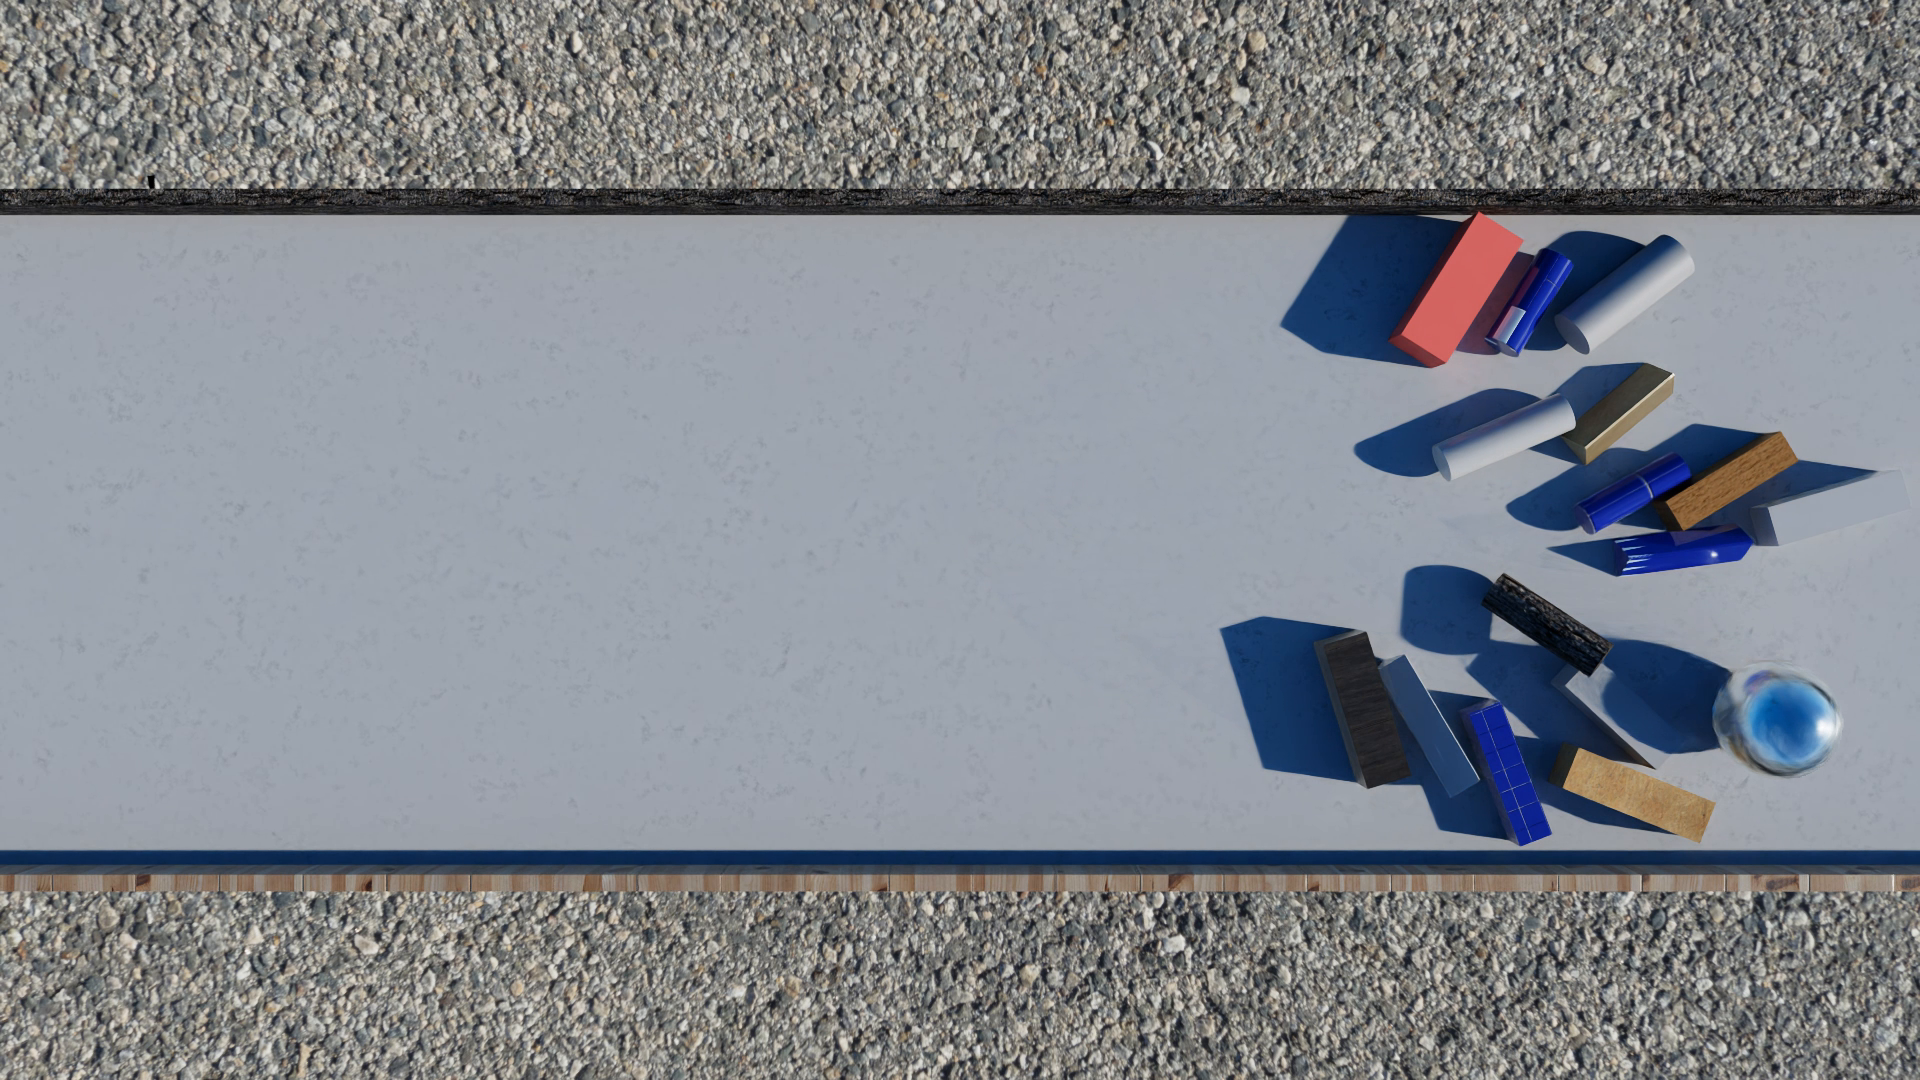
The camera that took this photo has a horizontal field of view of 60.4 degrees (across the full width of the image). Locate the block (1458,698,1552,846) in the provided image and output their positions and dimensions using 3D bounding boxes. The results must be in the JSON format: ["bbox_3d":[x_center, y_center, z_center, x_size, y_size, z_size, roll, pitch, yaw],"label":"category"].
[{"bbox_3d":[1.661,0.706,5.025,0.104,0.104,0.429,-21,90,0],"label":"block"}]

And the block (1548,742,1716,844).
[{"bbox_3d":[2.037,0.766,5.011,0.444,0.132,0.132,22,90,0],"label":"block"}]

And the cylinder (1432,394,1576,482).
[{"bbox_3d":[1.652,-0.312,5.016,0.407,0.121,0.121,-23,90,0],"label":"cylinder"}]

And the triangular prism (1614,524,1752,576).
[{"bbox_3d":[2.205,0.031,5.024,0.378,0.099,0.114,-8,90,0],"label":"triangular prism"}]

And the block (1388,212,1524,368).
[{"bbox_3d":[1.498,-0.753,4.997,0.160,0.160,0.433,32,90,0],"label":"block"}]

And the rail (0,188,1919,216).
[{"bbox_3d":[-2.247,-1.025,5.002,12.000,0.150,0.050,0,90,0],"label":"rail"}]

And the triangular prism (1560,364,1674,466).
[{"bbox_3d":[2.017,-0.387,5.020,0.346,0.107,0.124,-40,90,0],"label":"triangular prism"}]

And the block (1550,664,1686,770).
[{"bbox_3d":[1.997,0.518,5.013,0.375,0.127,0.127,43,90,0],"label":"block"}]

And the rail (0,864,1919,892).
[{"bbox_3d":[-2.247,1.025,5.001,12.000,0.150,0.050,0,90,0],"label":"rail"}]

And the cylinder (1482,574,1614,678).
[{"bbox_3d":[1.761,0.254,4.951,0.374,0.120,0.120,37,90,22],"label":"cylinder"}]

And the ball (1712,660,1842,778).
[{"bbox_3d":[2.426,0.532,4.904,0.346,0.346,0.346,0,90,0],"label":"ball"}]

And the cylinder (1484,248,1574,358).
[{"bbox_3d":[1.731,-0.721,5.019,0.115,0.115,0.316,32,90,0],"label":"cylinder"}]

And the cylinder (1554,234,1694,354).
[{"bbox_3d":[2.013,-0.744,5.001,0.397,0.152,0.152,-37,90,0],"label":"cylinder"}]

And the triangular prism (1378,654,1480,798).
[{"bbox_3d":[1.427,0.555,5.010,0.089,0.103,0.444,-31,90,31],"label":"triangular prism"}]

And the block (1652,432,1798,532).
[{"bbox_3d":[2.328,-0.177,5.024,0.407,0.105,0.105,-31,90,0],"label":"block"}]

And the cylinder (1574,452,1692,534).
[{"bbox_3d":[2.046,-0.141,5.024,0.336,0.104,0.104,-29,90,0],"label":"cylinder"}]

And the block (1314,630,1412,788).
[{"bbox_3d":[1.219,0.510,5.008,0.138,0.138,0.452,-17,90,0],"label":"block"}]

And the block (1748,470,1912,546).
[{"bbox_3d":[2.644,-0.097,5.016,0.416,0.122,0.122,-16,90,0],"label":"block"}]
